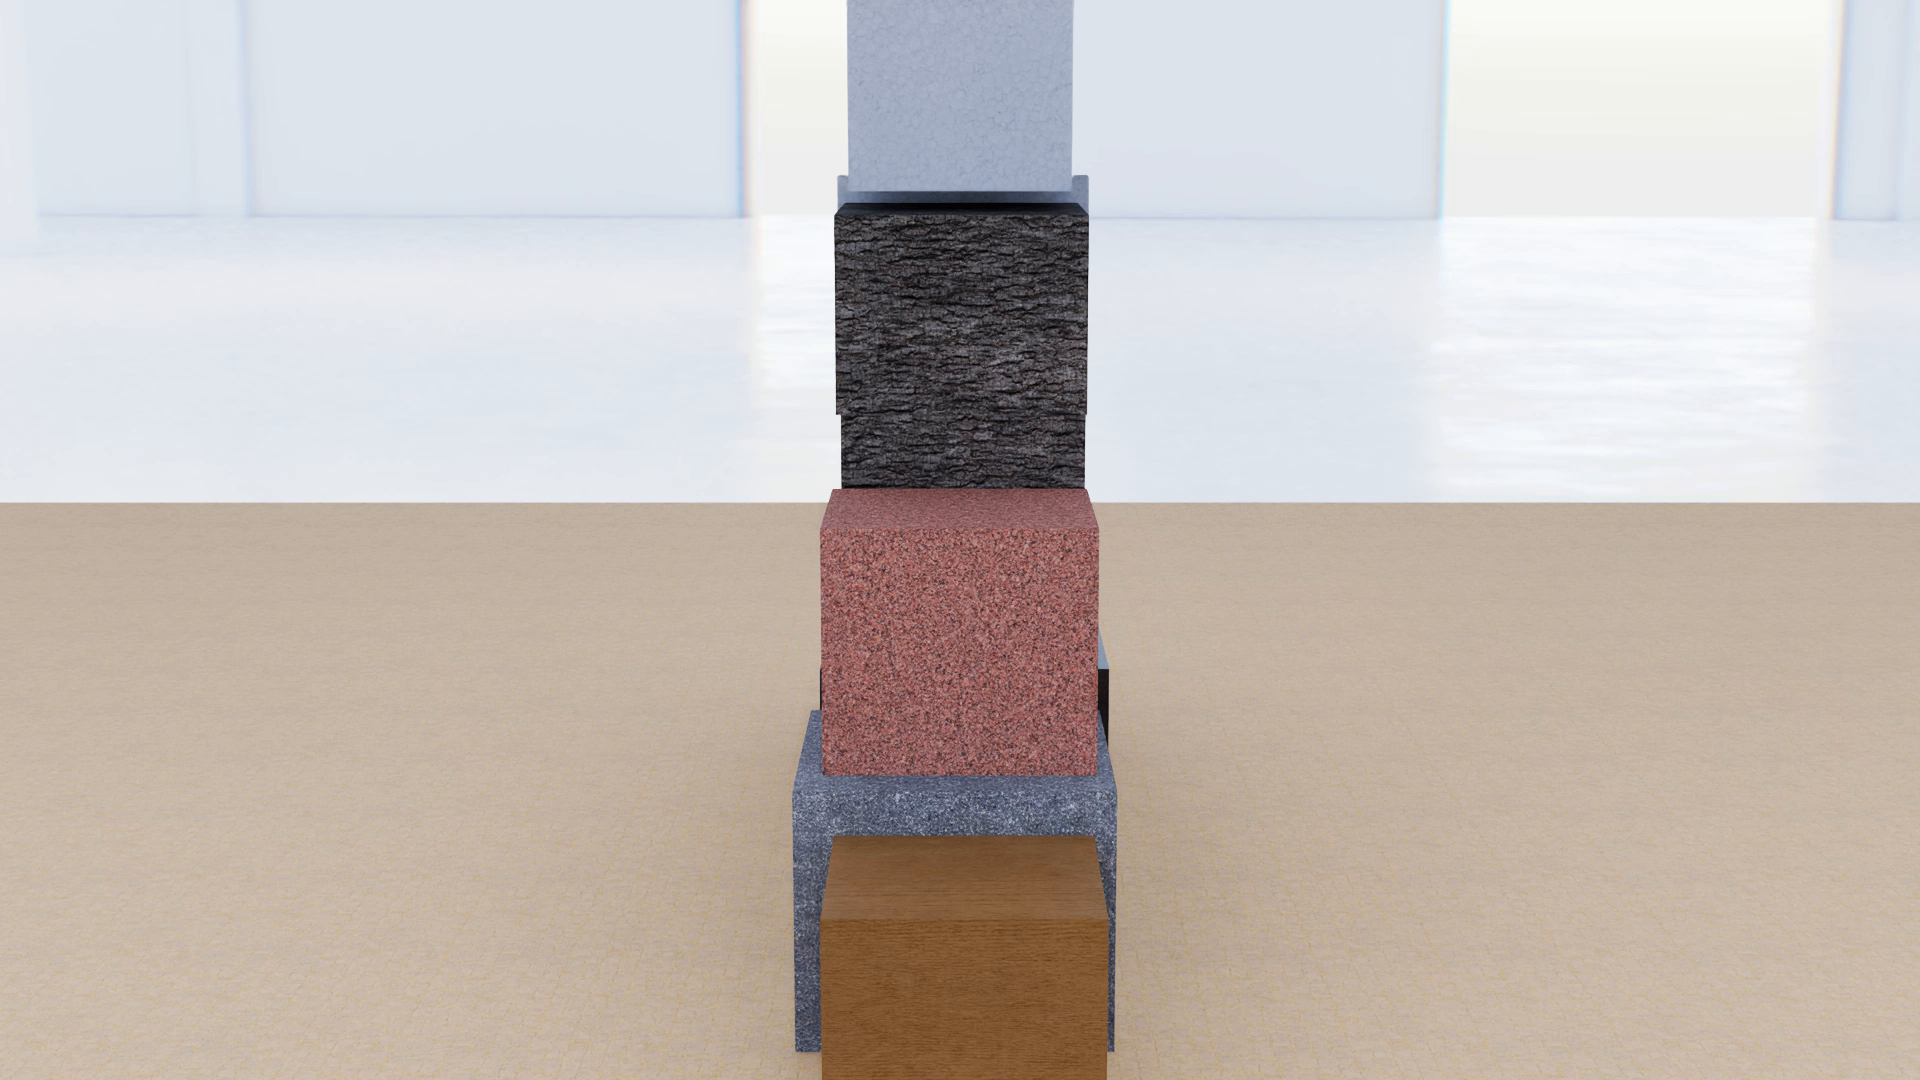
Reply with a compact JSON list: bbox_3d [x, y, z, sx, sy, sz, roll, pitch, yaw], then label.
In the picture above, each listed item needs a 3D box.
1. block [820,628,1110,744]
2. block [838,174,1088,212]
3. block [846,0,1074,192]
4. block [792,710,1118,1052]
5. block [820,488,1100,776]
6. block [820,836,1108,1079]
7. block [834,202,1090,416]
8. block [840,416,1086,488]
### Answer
[{"bbox_3d":[0.018,0.980,10.968,1.163,1.148,1.144,0,10,0],"label":"block"},{"bbox_3d":[0.013,-1.183,11.488,1.071,0.892,1.045,0,8,0],"label":"block"},{"bbox_3d":[0.000,-1.859,10.527,0.888,0.775,0.853,0,13,0],"label":"block"},{"bbox_3d":[-0.019,1.272,9.826,1.160,0.981,1.188,0,10,0],"label":"block"},{"bbox_3d":[-0.001,0.328,9.726,1.001,0.913,0.915,0,10,0],"label":"block"},{"bbox_3d":[0.014,1.543,8.791,0.929,0.820,0.925,0,10,0],"label":"block"},{"bbox_3d":[0.006,-0.960,10.471,0.987,0.780,0.970,0,10,0],"label":"block"},{"bbox_3d":[0.012,-0.069,10.637,0.961,1.033,0.998,0,10,0],"label":"block"}]
